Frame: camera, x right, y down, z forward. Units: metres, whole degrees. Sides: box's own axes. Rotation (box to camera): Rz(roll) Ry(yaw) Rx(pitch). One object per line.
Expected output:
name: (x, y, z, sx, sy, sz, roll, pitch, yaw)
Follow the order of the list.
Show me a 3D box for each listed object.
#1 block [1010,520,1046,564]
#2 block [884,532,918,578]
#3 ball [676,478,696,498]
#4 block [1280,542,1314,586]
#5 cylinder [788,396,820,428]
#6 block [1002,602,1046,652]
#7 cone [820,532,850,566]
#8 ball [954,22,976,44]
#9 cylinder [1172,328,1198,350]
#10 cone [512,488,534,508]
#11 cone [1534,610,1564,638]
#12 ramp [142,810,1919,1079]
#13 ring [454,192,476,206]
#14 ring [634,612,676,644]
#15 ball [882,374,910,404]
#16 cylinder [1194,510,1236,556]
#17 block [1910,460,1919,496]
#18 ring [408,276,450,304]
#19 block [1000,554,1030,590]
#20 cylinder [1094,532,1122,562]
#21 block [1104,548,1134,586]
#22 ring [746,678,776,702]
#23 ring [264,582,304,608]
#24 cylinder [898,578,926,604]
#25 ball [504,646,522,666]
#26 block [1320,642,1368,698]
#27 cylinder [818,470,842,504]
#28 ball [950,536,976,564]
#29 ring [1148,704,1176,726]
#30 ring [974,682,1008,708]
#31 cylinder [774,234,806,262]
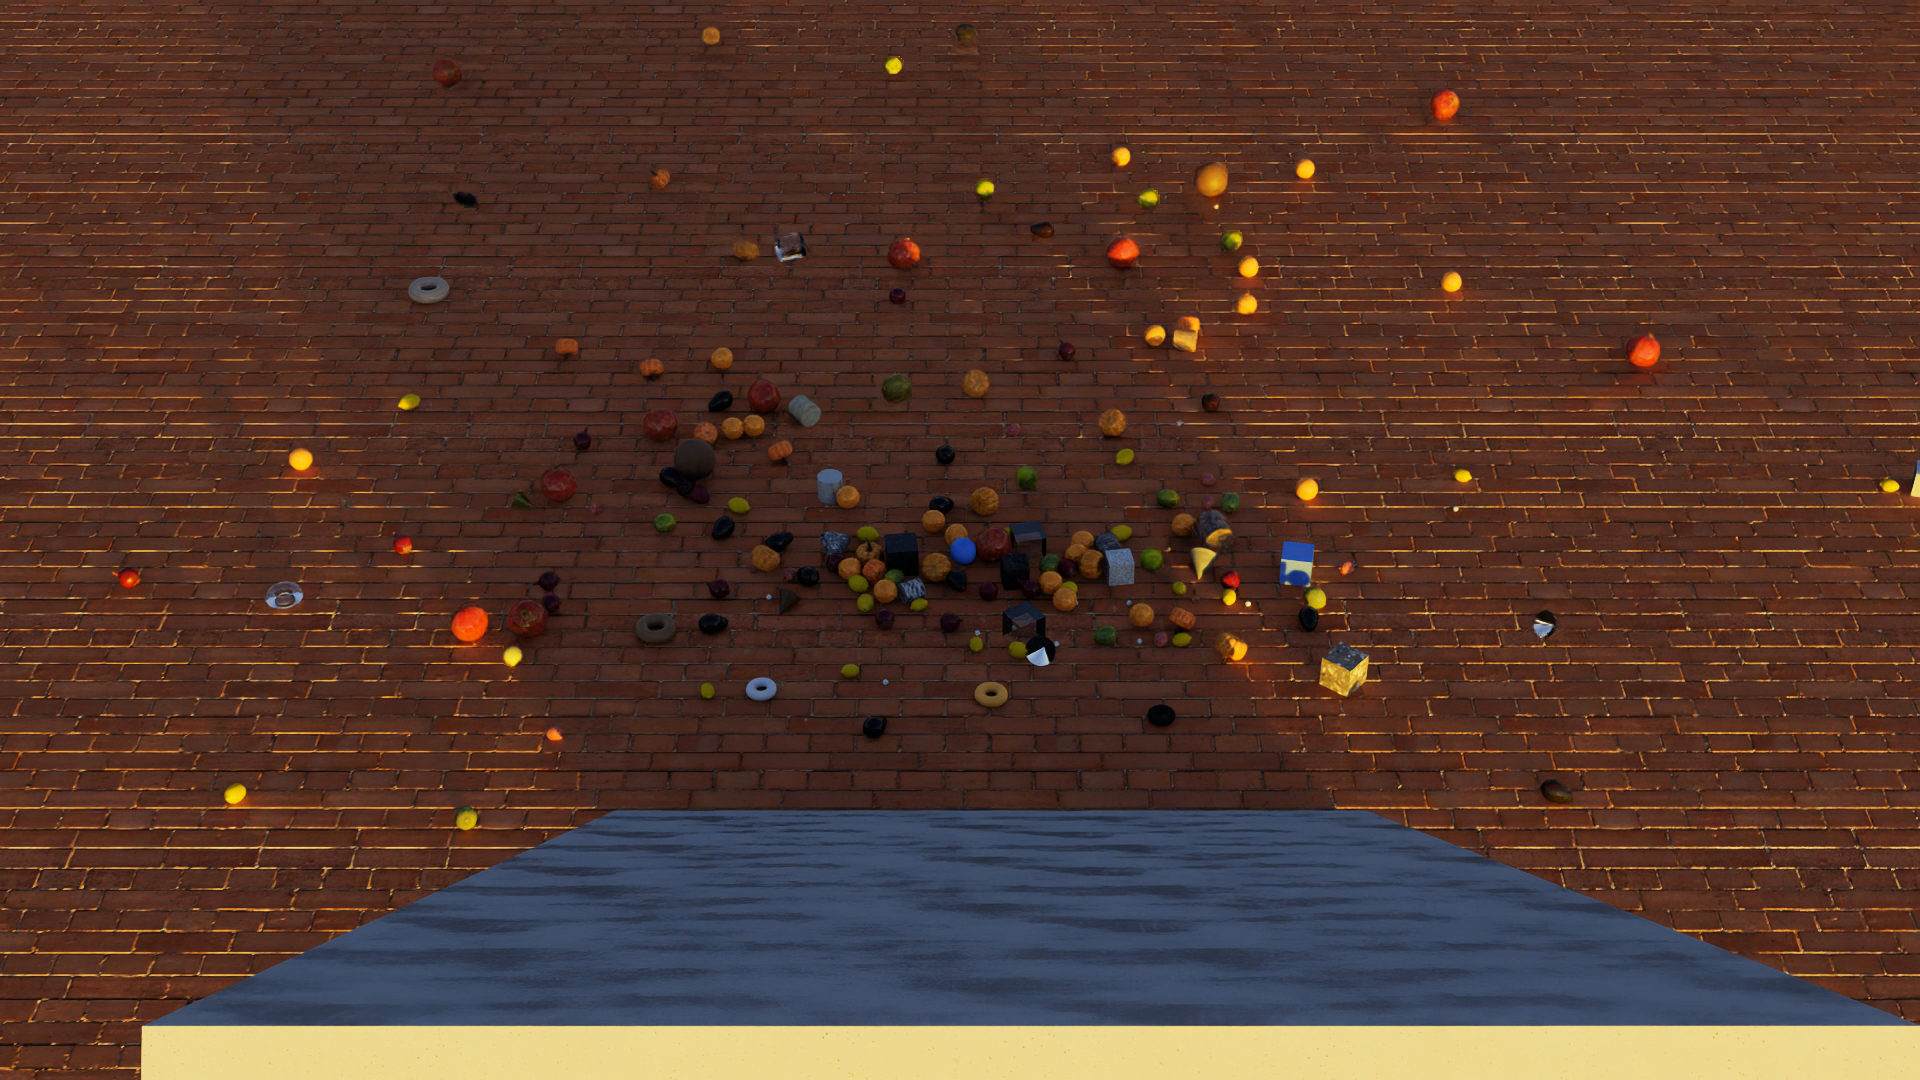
block: (0.207, 0.010, 7.918, 0.093, 0.093, 0.093, -7, 37, -10)
block: (-0.177, 0.045, 7.871, 0.093, 0.093, 0.093, -4, 37, -5)
ball: (-0.861, -0.166, 8.179, 0.062, 0.062, 0.062, 0, 37, 0)
block: (1.015, 0.072, 7.836, 0.092, 0.092, 0.092, 7, 37, 9)
cylinder: (-0.509, -0.421, 8.507, 0.078, 0.078, 0.078, -25, 43, -29)
block: (0.187, 0.252, 7.598, 0.090, 0.090, 0.090, -23, 43, -28)
cone: (-0.384, 0.039, 7.921, 0.097, 0.097, 0.097, 2, 63, 3)
ball: (0.023, -2.086, 10.720, 0.090, 0.090, 0.090, 0, 37, 0)
cylinder: (0.767, -0.684, 8.863, 0.071, 0.071, 0.071, 8, 38, 11)
cone: (-1.361, -0.116, 8.140, 0.066, 0.066, 0.066, 29, 38, -6)
cone: (1.746, 0.252, 7.641, 0.082, 0.082, 0.082, 9, 28, -36)
ramp: (0.081, 0.683, 4.918, 2.000, 0.100, 4.000, 0, -2, 0)
ring: (-1.837, -1.267, 9.661, 0.086, 0.029, 0.086, 16, 17, -5)
ring: (-0.893, 0.260, 7.627, 0.125, 0.042, 0.125, 1, 36, -1)
ball: (-0.212, -0.500, 8.598, 0.094, 0.094, 0.094, 0, 37, 0)
cylinder: (0.780, -0.022, 7.955, 0.100, 0.100, 0.100, -9, 38, -11)
block: (3.048, -0.189, 8.193, 0.083, 0.083, 0.083, 11, 38, 15)
ring: (-1.867, -0.878, 9.142, 0.144, 0.048, 0.144, 1, 36, -1)
block: (0.165, 0.096, 7.817, 0.076, 0.076, 0.076, -5, 37, -7)
cylinder: (0.454, 0.027, 7.911, 0.074, 0.074, 0.074, -10, 39, -13)
block: (0.480, 0.082, 7.836, 0.077, 0.077, 0.077, -5, 37, -7)
ring: (-0.566, 0.425, 7.417, 0.089, 0.030, 0.089, -1, 37, 1)
ring: (-2.016, 0.165, 7.758, 0.113, 0.038, 0.113, 0, 35, 0)
cylinder: (-0.144, 0.152, 7.755, 0.062, 0.062, 0.062, -17, 40, -22)
ball: (-1.291, 0.334, 7.517, 0.055, 0.055, 0.055, 0, 37, 0)
block: (1.098, 0.370, 7.435, 0.096, 0.096, 0.096, 27, 44, 31)
cylinder: (-0.408, -0.168, 8.168, 0.078, 0.078, 0.078, 0, 37, 0)
ball: (0.008, 0.033, 7.896, 0.083, 0.083, 0.083, 0, 37, 0)
ring: (0.568, 0.494, 7.328, 0.080, 0.027, 0.080, -1, 36, 1)
ring: (0.089, 0.440, 7.395, 0.096, 0.032, 0.096, 1, 37, -1)
cylinder: (-0.610, -1.051, 9.341, 0.088, 0.088, 0.088, -13, 39, -17)
